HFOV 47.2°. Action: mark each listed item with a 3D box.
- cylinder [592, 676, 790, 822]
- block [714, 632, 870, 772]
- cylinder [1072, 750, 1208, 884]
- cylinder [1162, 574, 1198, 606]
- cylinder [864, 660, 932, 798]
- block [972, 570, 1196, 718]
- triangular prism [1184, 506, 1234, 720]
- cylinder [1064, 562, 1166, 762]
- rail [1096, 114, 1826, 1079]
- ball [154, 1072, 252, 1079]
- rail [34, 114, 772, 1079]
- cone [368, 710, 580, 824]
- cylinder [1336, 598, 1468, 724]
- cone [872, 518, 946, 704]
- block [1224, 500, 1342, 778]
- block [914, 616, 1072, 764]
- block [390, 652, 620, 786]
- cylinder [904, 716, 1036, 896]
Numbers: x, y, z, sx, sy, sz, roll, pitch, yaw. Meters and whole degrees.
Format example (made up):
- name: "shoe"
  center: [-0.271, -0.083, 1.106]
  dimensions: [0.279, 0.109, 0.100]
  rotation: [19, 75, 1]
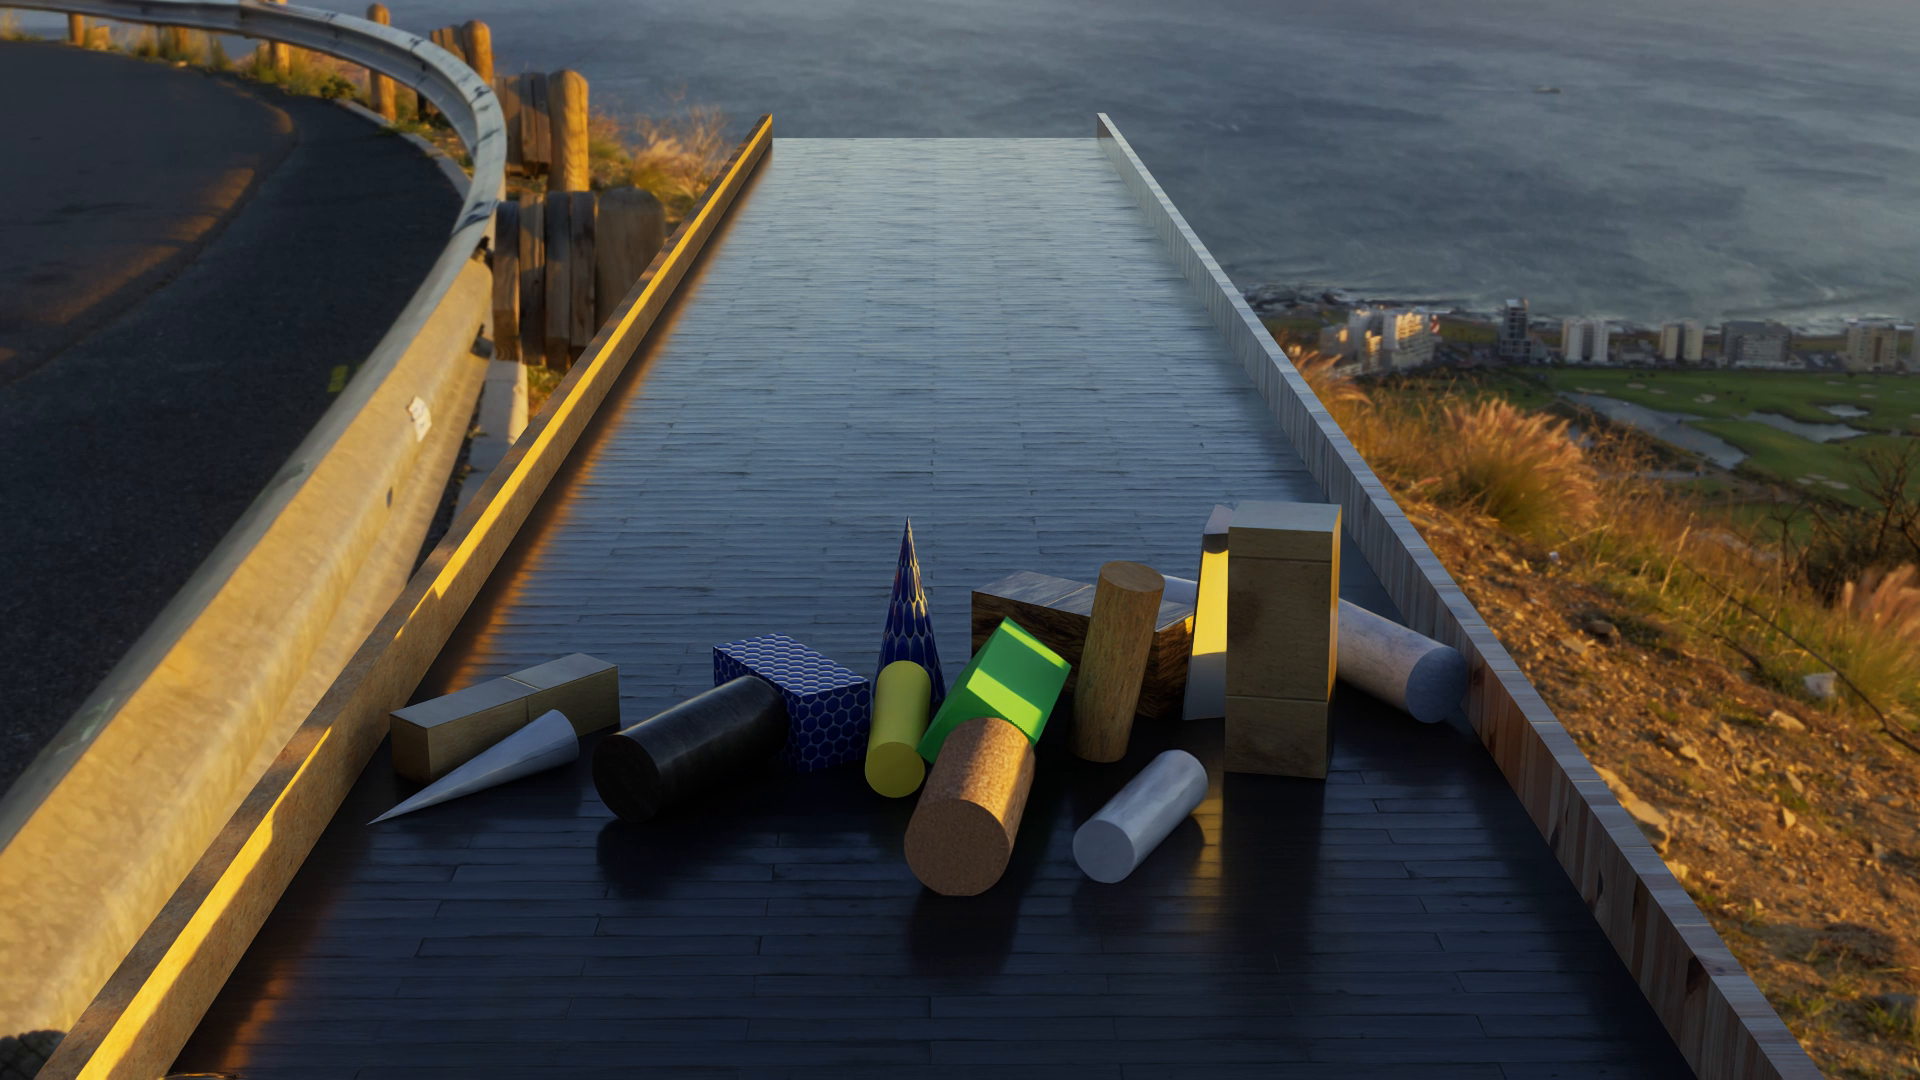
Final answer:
- name: "cylinder"
  center: [-0.457, 0.354, 3.768]
  dimensions: [0.153, 0.153, 0.339]
  rotation: [11, 20, 32]
- name: "block"
  center: [-0.308, 0.291, 3.997]
  dimensions: [0.142, 0.142, 0.320]
  rotation: [-11, 20, -32]
- name: "cylinder"
  center: [0.295, 0.442, 3.552]
  dimensions: [0.105, 0.105, 0.323]
  rotation: [8, 18, 25]
- name: "cylinder"
  center: [0.478, 0.172, 4.348]
  dimensions: [0.304, 0.171, 0.171]
  rotation: [12, 20, 35]
- name: "cylinder"
  center: [-0.108, 0.332, 3.929]
  dimensions: [0.103, 0.103, 0.407]
  rotation: [0, 17, 1]
- name: "block"
  center: [0.245, 0.196, 4.269]
  dimensions: [0.428, 0.170, 0.170]
  rotation: [12, 20, 34]
- name: "triangular prism"
  center: [0.472, 0.133, 4.063]
  dimensions: [0.122, 0.394, 0.106]
  rotation: [-4, 29, -13]
- name: "cylinder"
  center: [0.270, 0.216, 3.870]
  dimensions: [0.114, 0.344, 0.114]
  rotation: [9, 25, -4]
- name: "rail"
  center: [0.932, -0.844, 7.801]
  dimensions: [0.050, 0.150, 12.000]
  rotation: [0, 17, -1]
- name: "ball"
  center: [-0.772, 0.715, 2.202]
  dimensions: [0.354, 0.354, 0.354]
  rotation: [0, 17, 0]
- name: "rail"
  center: [-1.118, -0.838, 7.780]
  dimensions: [0.050, 0.150, 12.000]
  rotation: [0, 17, -1]
- name: "cone"
  center: [-0.843, 0.409, 3.761]
  dimensions: [0.393, 0.103, 0.103]
  rotation: [-24, 28, -38]
- name: "cylinder"
  center: [0.787, 0.217, 4.236]
  dimensions: [0.149, 0.149, 0.405]
  rotation: [-9, 19, -27]
- name: "cone"
  center: [-0.098, 0.123, 4.186]
  dimensions: [0.144, 0.357, 0.144]
  rotation: [0, 17, 0]
- name: "block"
  center: [0.567, 0.172, 3.859]
  dimensions: [0.176, 0.447, 0.176]
  rotation: [3, 17, 14]
- name: "block"
  center: [0.064, 0.293, 3.871]
  dimensions: [0.151, 0.151, 0.380]
  rotation: [37, 20, -1]
- name: "block"
  center: [-0.813, 0.320, 3.957]
  dimensions: [0.111, 0.111, 0.421]
  rotation: [14, 22, 39]
- name: "cylinder"
  center: [0.020, 0.421, 3.523]
  dimensions: [0.164, 0.164, 0.347]
  rotation: [2, 17, 8]
